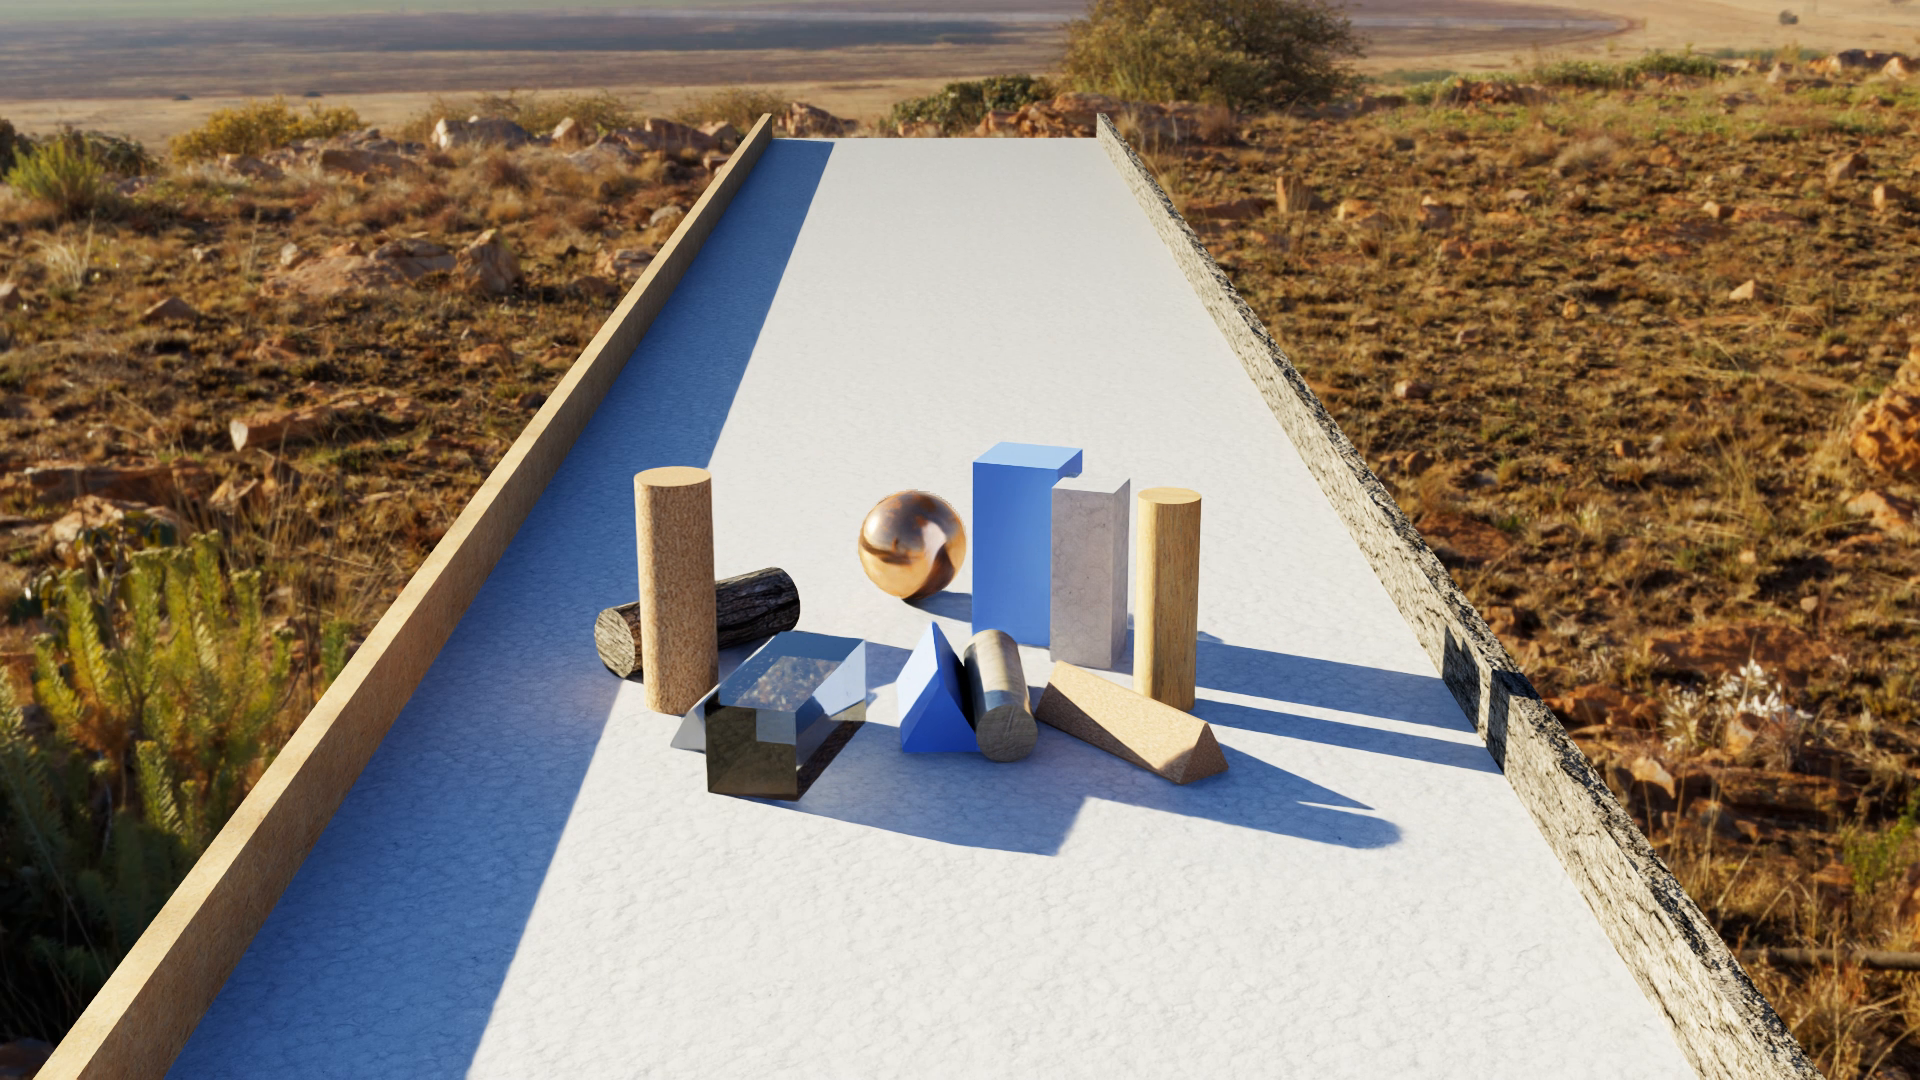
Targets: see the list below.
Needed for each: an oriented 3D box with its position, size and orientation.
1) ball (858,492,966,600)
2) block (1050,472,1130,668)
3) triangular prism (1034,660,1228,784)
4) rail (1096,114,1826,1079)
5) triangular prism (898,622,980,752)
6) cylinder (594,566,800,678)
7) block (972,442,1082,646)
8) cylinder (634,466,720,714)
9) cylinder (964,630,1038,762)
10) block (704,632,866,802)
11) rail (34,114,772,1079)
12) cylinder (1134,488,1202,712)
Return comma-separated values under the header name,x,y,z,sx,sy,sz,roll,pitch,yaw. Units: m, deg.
name,x,y,z,sx,sy,sz,roll,pitch,yaw
ball,-0.104,0.012,4.775,0.235,0.235,0.235,0,17,0
block,0.259,0.060,4.390,0.126,0.362,0.126,6,17,18
triangular prism,0.305,0.319,3.969,0.117,0.101,0.400,-12,20,-35
rail,0.932,-0.844,7.801,0.050,0.150,12.000,0,17,-1
triangular prism,-0.041,0.267,4.099,0.143,0.124,0.356,-1,17,-3
cylinder,-0.526,0.163,4.438,0.410,0.138,0.138,-15,22,-41
block,0.140,0.007,4.545,0.179,0.376,0.179,6,17,18
cylinder,-0.530,0.095,4.128,0.141,0.444,0.141,0,17,0
cylinder,0.072,0.284,4.080,0.109,0.109,0.412,-1,17,-3
block,-0.304,0.307,3.909,0.163,0.163,0.389,4,17,14
rail,-1.118,-0.838,7.780,0.050,0.150,12.000,0,17,-1
cylinder,0.387,0.114,4.122,0.117,0.411,0.117,0,17,0
